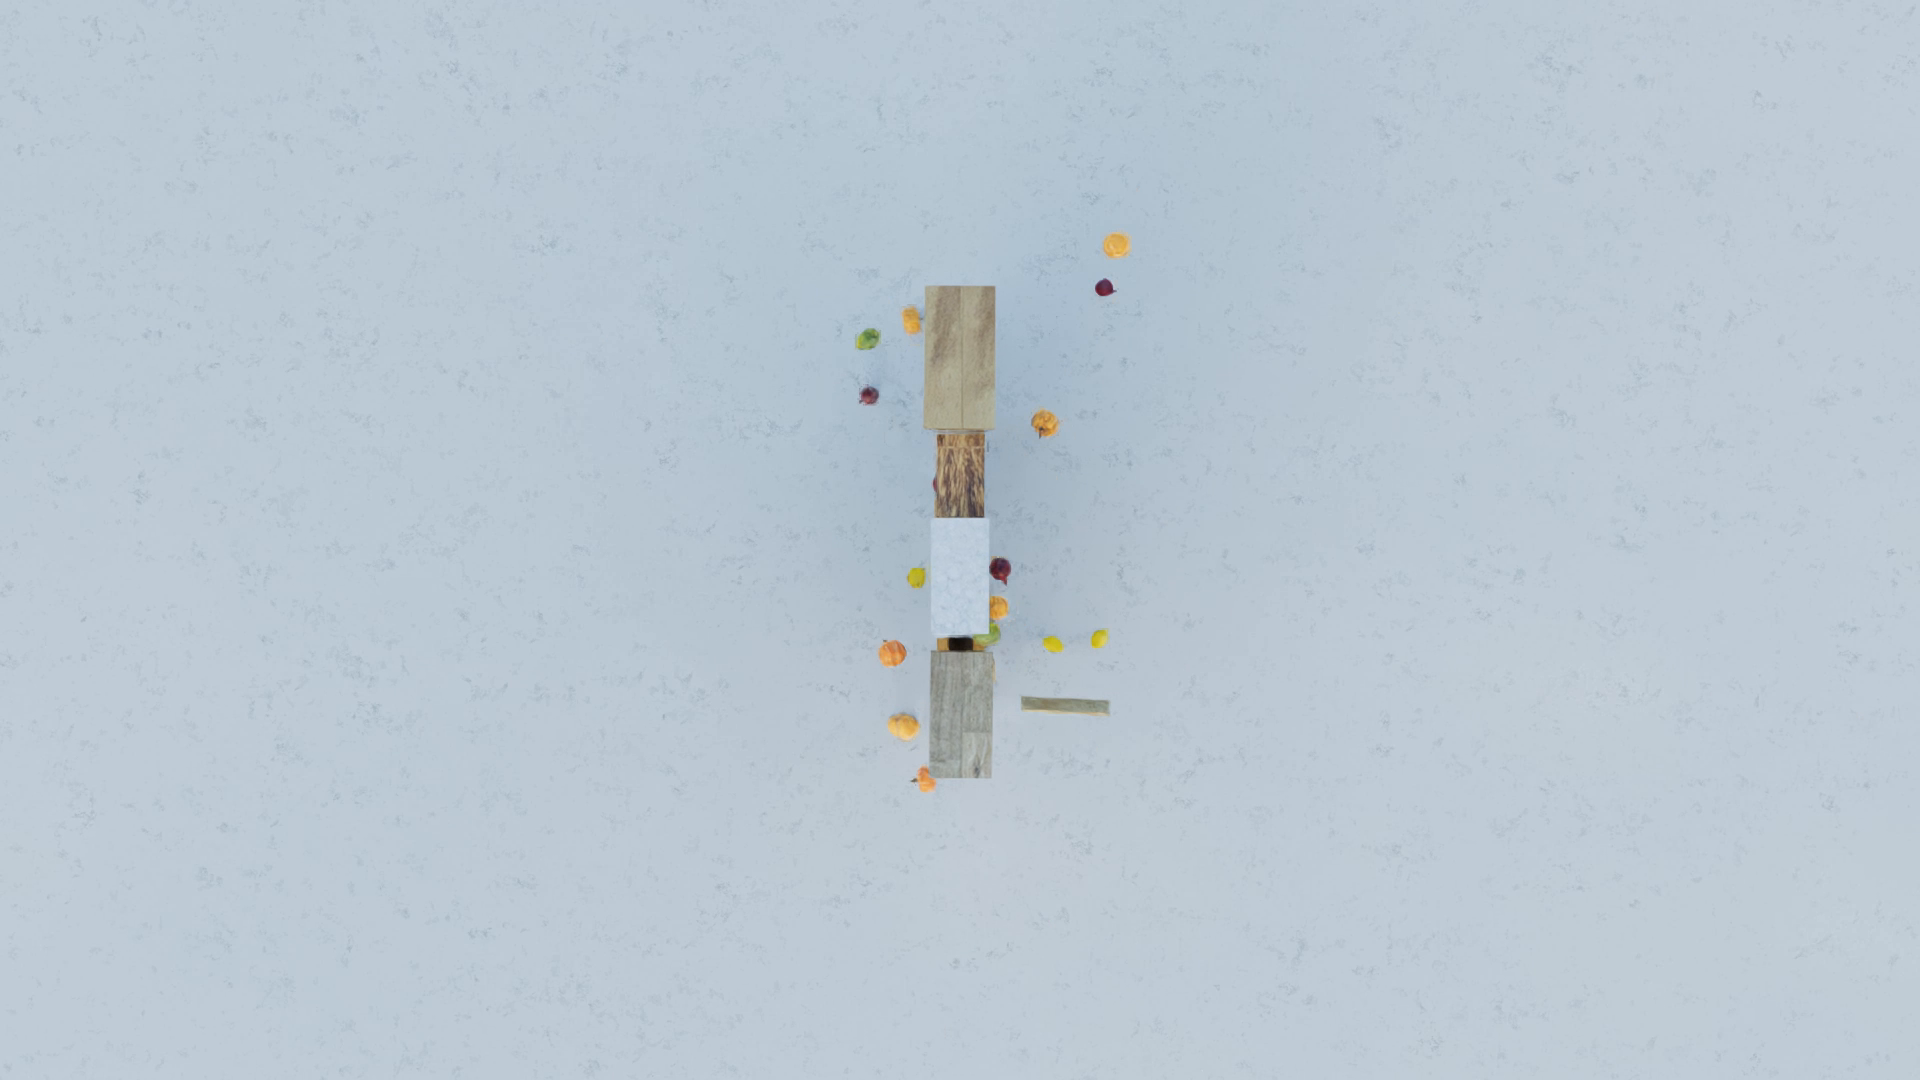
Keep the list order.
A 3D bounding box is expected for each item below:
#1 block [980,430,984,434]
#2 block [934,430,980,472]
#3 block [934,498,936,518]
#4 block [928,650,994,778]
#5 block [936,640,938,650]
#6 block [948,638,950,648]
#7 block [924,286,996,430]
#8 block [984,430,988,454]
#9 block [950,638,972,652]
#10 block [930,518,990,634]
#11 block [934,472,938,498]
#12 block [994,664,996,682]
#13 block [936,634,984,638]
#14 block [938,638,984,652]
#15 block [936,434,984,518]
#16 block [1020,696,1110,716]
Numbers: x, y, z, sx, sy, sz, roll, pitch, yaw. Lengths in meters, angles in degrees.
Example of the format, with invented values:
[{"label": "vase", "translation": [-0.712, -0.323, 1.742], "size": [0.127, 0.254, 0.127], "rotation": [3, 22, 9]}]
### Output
[{"label": "block", "translation": [0.000, -0.385, 4.505], "size": [0.131, 0.037, 0.262], "rotation": [1, 90, 0]}, {"label": "block", "translation": [-0.009, -0.245, 4.460], "size": [0.123, 0.247, 0.035], "rotation": [1, 70, 0]}, {"label": "block", "translation": [-0.003, 0.025, 5.168], "size": [0.155, 0.044, 0.310], "rotation": [0, 90, 0]}, {"label": "block", "translation": [0.003, 0.459, 4.345], "size": [0.166, 0.047, 0.331], "rotation": [1, 90, 0]}, {"label": "block", "translation": [0.000, 0.461, 5.190], "size": [0.145, 0.041, 0.290], "rotation": [0, 90, 0]}, {"label": "block", "translation": [-0.002, 0.299, 4.786], "size": [0.067, 0.133, 0.019], "rotation": [0, 91, -1]}, {"label": "block", "translation": [0.000, -0.452, 4.108], "size": [0.177, 0.050, 0.354], "rotation": [0, 90, 0]}, {"label": "block", "translation": [0.004, -0.410, 4.808], "size": [0.157, 0.044, 0.314], "rotation": [0, 90, 0]}, {"label": "block", "translation": [0.004, 0.345, 4.710], "size": [0.067, 0.019, 0.133], "rotation": [-1, 90, -1]}, {"label": "block", "translation": [0.000, 0.093, 4.222], "size": [0.149, 0.042, 0.297], "rotation": [0, 90, 0]}, {"label": "block", "translation": [-0.001, -0.291, 5.167], "size": [0.156, 0.044, 0.311], "rotation": [0, 90, 0]}, {"label": "block", "translation": [0.009, 0.352, 4.535], "size": [0.166, 0.331, 0.047], "rotation": [-2, 92, -1]}, {"label": "block", "translation": [0.000, 0.134, 4.562], "size": [0.136, 0.039, 0.272], "rotation": [0, 90, 0]}, {"label": "block", "translation": [0.004, 0.298, 4.873], "size": [0.138, 0.039, 0.276], "rotation": [0, 90, 0]}, {"label": "block", "translation": [0.002, -0.151, 4.318], "size": [0.123, 0.035, 0.247], "rotation": [0, 89, 0]}, {"label": "block", "translation": [0.324, 0.514, 5.102], "size": [0.273, 0.014, 0.049], "rotation": [3, 48, 0]}]
